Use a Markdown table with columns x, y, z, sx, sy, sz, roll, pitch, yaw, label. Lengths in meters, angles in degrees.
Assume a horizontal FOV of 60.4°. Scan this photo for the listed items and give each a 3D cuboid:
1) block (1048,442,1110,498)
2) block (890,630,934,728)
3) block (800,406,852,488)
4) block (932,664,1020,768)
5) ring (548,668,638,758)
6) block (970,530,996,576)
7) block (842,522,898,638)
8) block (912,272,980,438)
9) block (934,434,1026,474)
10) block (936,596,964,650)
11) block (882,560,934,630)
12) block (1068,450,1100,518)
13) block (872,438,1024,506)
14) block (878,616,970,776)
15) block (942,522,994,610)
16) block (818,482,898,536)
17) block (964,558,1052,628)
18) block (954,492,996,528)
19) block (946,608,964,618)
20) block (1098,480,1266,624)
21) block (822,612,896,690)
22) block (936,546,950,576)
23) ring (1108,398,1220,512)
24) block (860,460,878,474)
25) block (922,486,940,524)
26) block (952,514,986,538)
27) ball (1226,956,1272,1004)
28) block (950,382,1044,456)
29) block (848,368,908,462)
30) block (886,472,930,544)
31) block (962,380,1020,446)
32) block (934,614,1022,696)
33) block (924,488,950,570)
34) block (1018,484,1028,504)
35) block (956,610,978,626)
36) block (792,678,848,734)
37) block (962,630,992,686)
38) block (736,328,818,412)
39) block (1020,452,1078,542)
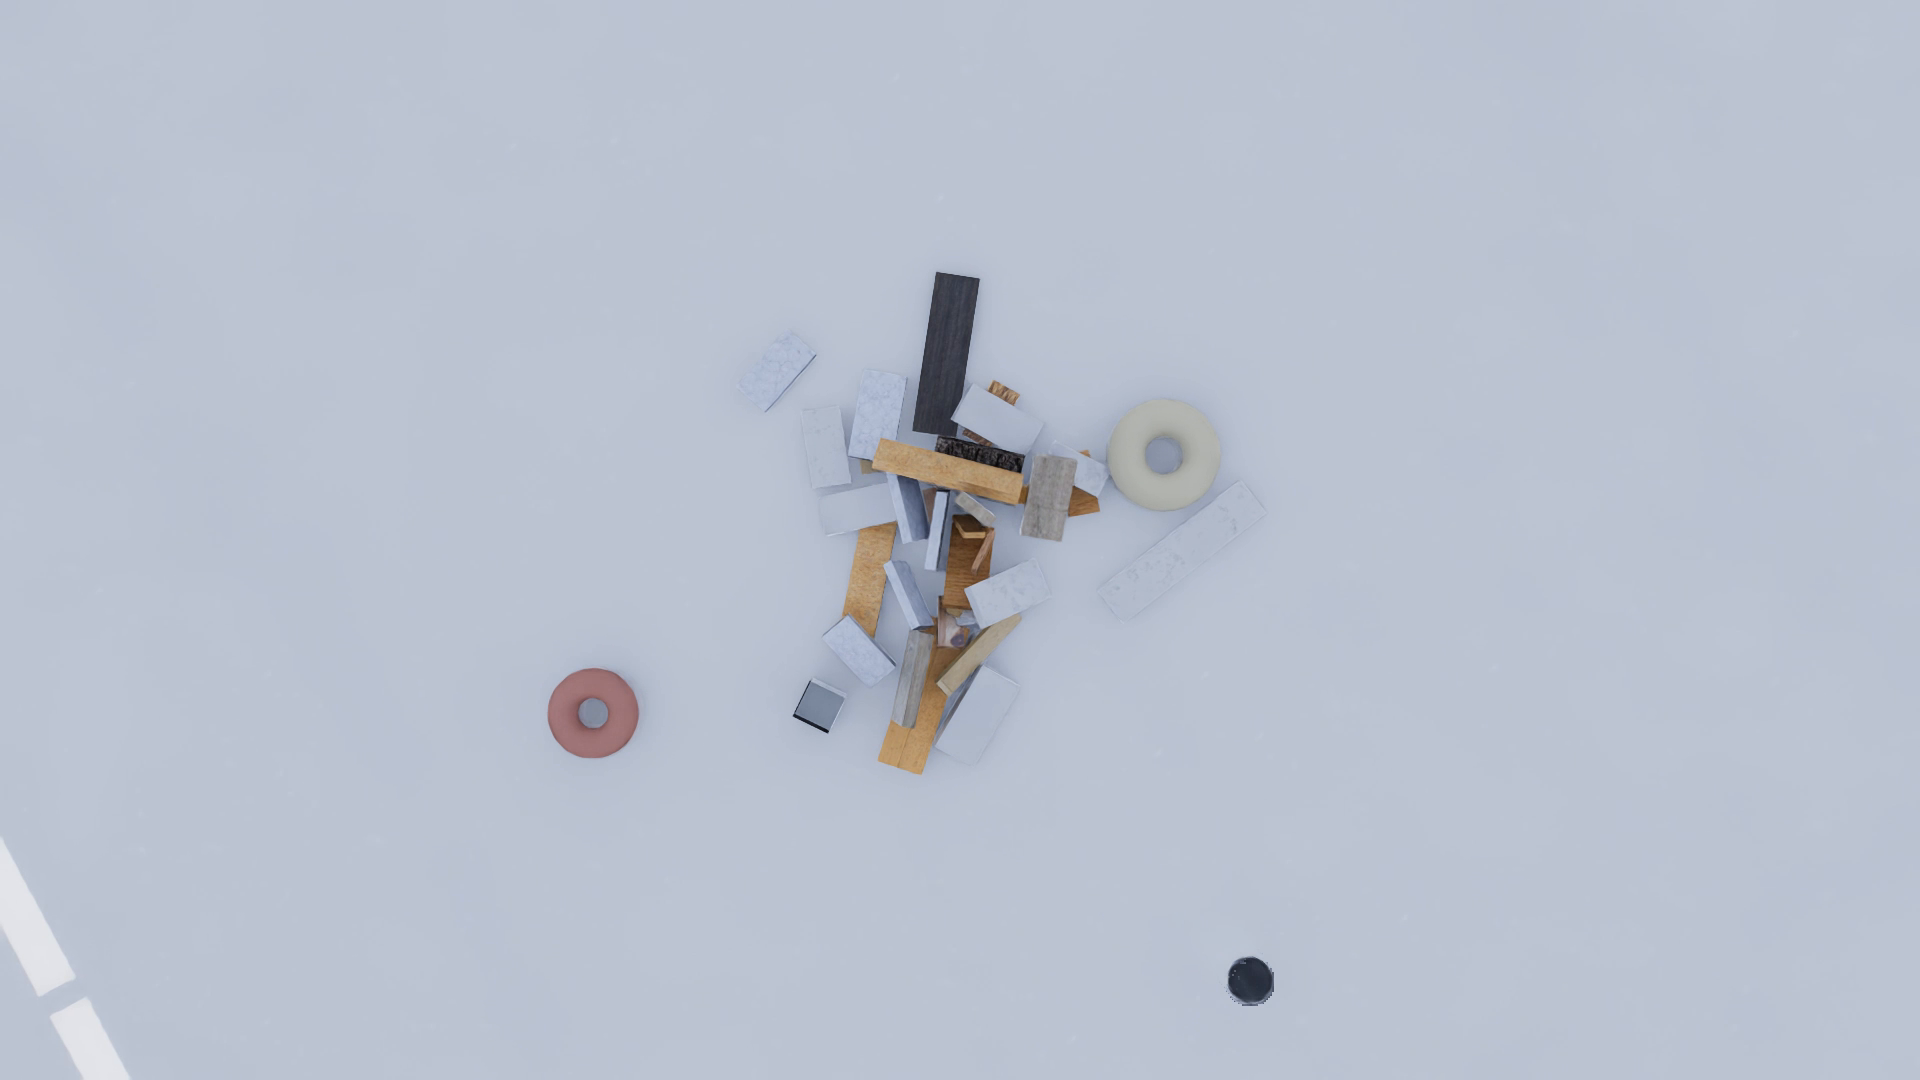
| x | y | z | sx | sy | sz | roll | pitch | yaw | label |
| --- | --- | --- | --- | --- | --- | --- | --- | --- | --- |
| 0.384 | -0.234 | 5.456 | 0.209 | 0.030 | 0.104 | 27 | 90 | 0 | block |
| -0.155 | 0.448 | 5.376 | 0.044 | 0.154 | 0.309 | 12 | 90 | -16 | block |
| -0.445 | -0.308 | 5.482 | 0.129 | 0.036 | 0.257 | -9 | 90 | 0 | block |
| 0.053 | 0.580 | 5.457 | 0.154 | 0.044 | 0.309 | 31 | 90 | -17 | block |
| -1.212 | 0.573 | 5.451 | 0.300 | 0.100 | 0.300 | 0 | 90 | -1 | ring |
| 0.075 | 0.043 | 5.394 | 0.020 | 0.072 | 0.144 | 25 | 72 | 6 | block |
| -0.299 | 0.097 | 5.483 | 0.118 | 0.033 | 0.530 | 12 | 90 | 0 | block |
| -0.046 | -0.613 | 5.479 | 0.147 | 0.042 | 0.533 | 9 | 90 | 0 | block |
| 0.054 | -0.241 | 5.453 | 0.294 | 0.042 | 0.147 | 14 | 112 | 0 | block |
| -0.031 | 0.273 | 5.444 | 0.088 | 0.025 | 0.175 | 3 | 66 | -7 | block |
| -0.168 | 0.181 | 5.416 | 0.033 | 0.118 | 0.236 | -29 | 77 | 20 | block |
| 0.394 | -0.188 | 5.485 | 0.104 | 0.030 | 0.209 | -10 | 90 | 0 | block |
| -0.038 | -0.225 | 5.373 | 0.485 | 0.129 | 0.037 | 14 | 126 | 0 | block |
| -0.120 | 0.513 | 5.478 | 0.154 | 0.044 | 0.509 | 18 | 90 | 0 | block |
| 0.028 | 0.089 | 5.436 | 0.141 | 0.040 | 0.283 | 7 | 71 | 0 | block |
| -0.329 | -0.103 | 5.450 | 0.258 | 0.037 | 0.129 | -12 | 86 | 10 | block |
| 0.159 | 0.173 | 5.406 | 0.283 | 0.040 | 0.141 | -23 | 90 | -33 | block |
| 0.052 | -0.100 | 5.358 | 0.141 | 0.283 | 0.040 | 38 | 92 | 0 | block |
| -0.001 | 0.207 | 5.426 | 0.047 | 0.013 | 0.094 | 27 | 70 | 10 | block |
| 0.737 | 0.039 | 5.480 | 0.600 | 0.039 | 0.139 | -38 | 90 | 0 | block |
| -0.333 | 0.367 | 5.451 | 0.118 | 0.033 | 0.236 | -39 | 100 | 13 | block |
| -0.038 | 0.075 | 5.493 | 0.047 | 0.013 | 0.094 | 27 | 90 | 0 | block |
| 0.673 | -0.280 | 5.439 | 0.373 | 0.124 | 0.373 | 0 | 91 | 0 | ring |
| -0.307 | -0.280 | 5.492 | 0.058 | 0.016 | 0.116 | -9 | 90 | 0 | block |
| -0.084 | -0.116 | 5.492 | 0.058 | 0.016 | 0.116 | -13 | 90 | 0 | block |
| 0.029 | -0.046 | 5.423 | 0.072 | 0.144 | 0.020 | -1 | 115 | -16 | block |
| 0.952 | 1.447 | 5.424 | 0.152 | 0.152 | 0.152 | 0 | 90 | 0 | ball |
| 0.123 | -0.391 | 5.444 | 0.277 | 0.039 | 0.139 | 28 | 90 | -15 | block |
| -0.273 | -0.408 | 5.468 | 0.147 | 0.042 | 0.294 | 10 | 86 | 0 | block |
| -0.170 | -0.123 | 5.435 | 0.036 | 0.129 | 0.257 | -13 | 90 | 29 | block |
| 0.103 | -0.417 | 5.485 | 0.104 | 0.030 | 0.209 | 29 | 90 | 0 | block |
| 0.061 | 0.363 | 5.436 | 0.360 | 0.020 | 0.072 | -46 | 120 | -12 | block |
| -0.074 | -0.036 | 5.420 | 0.037 | 0.129 | 0.258 | 9 | 97 | 3 | block |
| 0.218 | -0.153 | 5.457 | 0.116 | 0.016 | 0.058 | -5 | 113 | -26 | block |
| 0.021 | 0.194 | 5.452 | 0.088 | 0.025 | 0.176 | -7 | 68 | -4 | block |
| -0.460 | 0.545 | 5.435 | 0.129 | 0.129 | 0.129 | 26 | 90 | 0 | block |
| 0.042 | 0.395 | 5.461 | 0.088 | 0.025 | 0.176 | 32 | 86 | -33 | block |
| -0.610 | -0.563 | 5.482 | 0.129 | 0.036 | 0.257 | 41 | 90 | 0 | block |
| 0.291 | -0.140 | 5.434 | 0.139 | 0.039 | 0.277 | 9 | 108 | -4 | block |
